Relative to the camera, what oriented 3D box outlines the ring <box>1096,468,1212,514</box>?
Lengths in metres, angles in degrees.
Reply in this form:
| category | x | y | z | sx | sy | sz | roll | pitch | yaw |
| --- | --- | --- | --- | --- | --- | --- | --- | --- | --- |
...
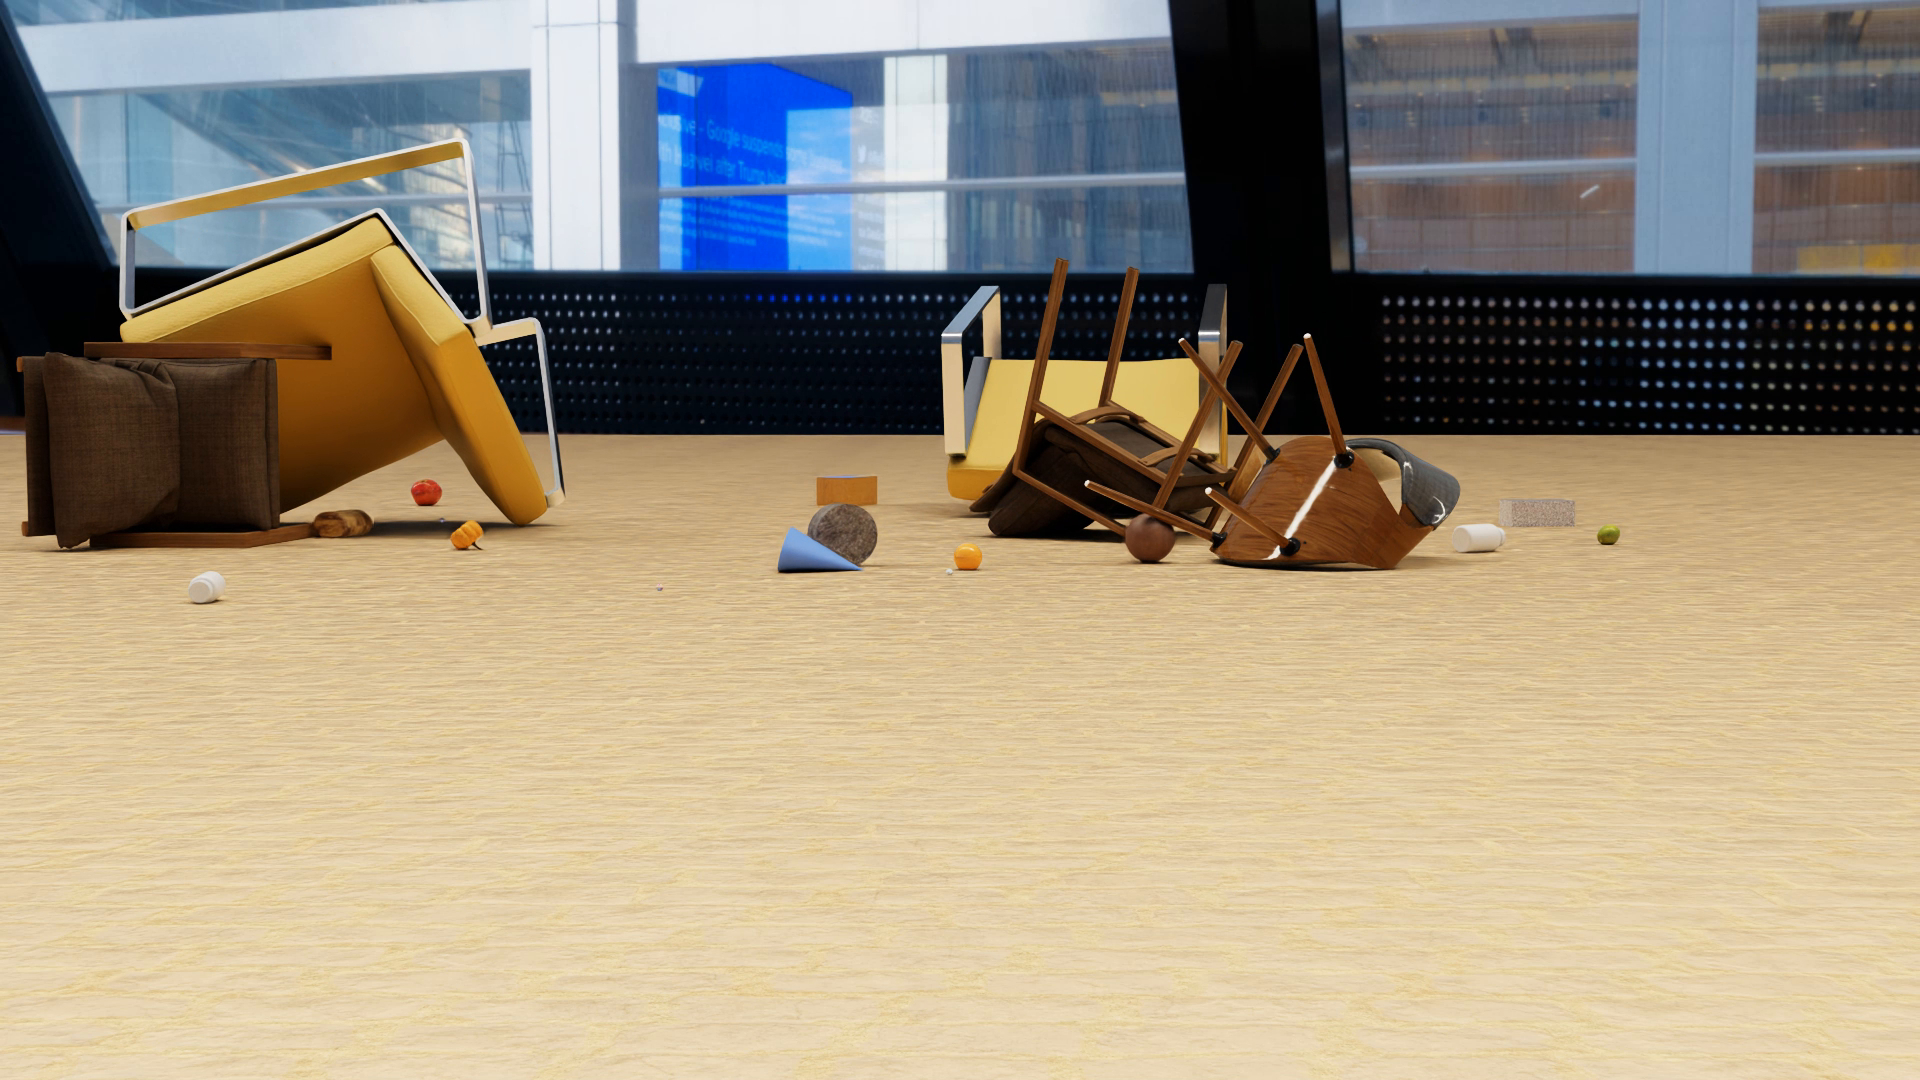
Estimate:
| category | x | y | z | sx | sy | sz | roll | pitch | yaw |
| --- | --- | --- | --- | --- | --- | --- | --- | --- | --- |
| ring | 0.698 | -0.173 | 7.904 | 0.420 | 0.153 | 0.173 | -1 | 13 | 2 |

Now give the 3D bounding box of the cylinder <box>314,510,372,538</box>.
| category | x | y | z | sx | sy | sz | roll | pitch | yaw |
| --- | --- | --- | --- | --- | --- | --- | --- | --- | --- |
| cylinder | -1.877 | -0.050 | 6.693 | 0.108 | 0.079 | 0.149 | 9 | 7 | 17 |

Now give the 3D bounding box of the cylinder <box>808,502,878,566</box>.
| category | x | y | z | sx | sy | sz | roll | pitch | yaw |
| --- | --- | --- | --- | --- | --- | --- | --- | --- | --- |
| cylinder | -0.297 | -0.013 | 5.565 | 0.165 | 0.160 | 0.069 | -3 | 5 | -23 |

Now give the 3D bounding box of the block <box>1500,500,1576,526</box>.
| category | x | y | z | sx | sy | sz | roll | pitch | yaw |
| --- | --- | --- | --- | --- | --- | --- | --- | --- | --- |
| block | 1.897 | -0.089 | 7.232 | 0.212 | 0.084 | 0.123 | 0 | 4 | -5 |

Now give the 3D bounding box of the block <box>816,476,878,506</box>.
| category | x | y | z | sx | sy | sz | roll | pitch | yaw |
| --- | --- | --- | --- | --- | --- | --- | --- | --- | --- |
| block | -0.437 | -0.191 | 8.524 | 0.149 | 0.109 | 0.195 | 2 | 5 | 32 |

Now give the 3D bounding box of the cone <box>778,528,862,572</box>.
| category | x | y | z | sx | sy | sz | roll | pitch | yaw |
| --- | --- | --- | --- | --- | --- | --- | --- | --- | --- |
| cone | -0.334 | 0.049 | 5.439 | 0.203 | 0.112 | 0.236 | 16 | 6 | 0 |

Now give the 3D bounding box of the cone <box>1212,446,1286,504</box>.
| category | x | y | z | sx | sy | sz | roll | pitch | yaw |
| --- | --- | --- | --- | --- | --- | --- | --- | --- | --- |
| cone | 1.100 | -0.198 | 8.594 | 0.263 | 0.256 | 0.234 | -26 | -3 | 18 |
